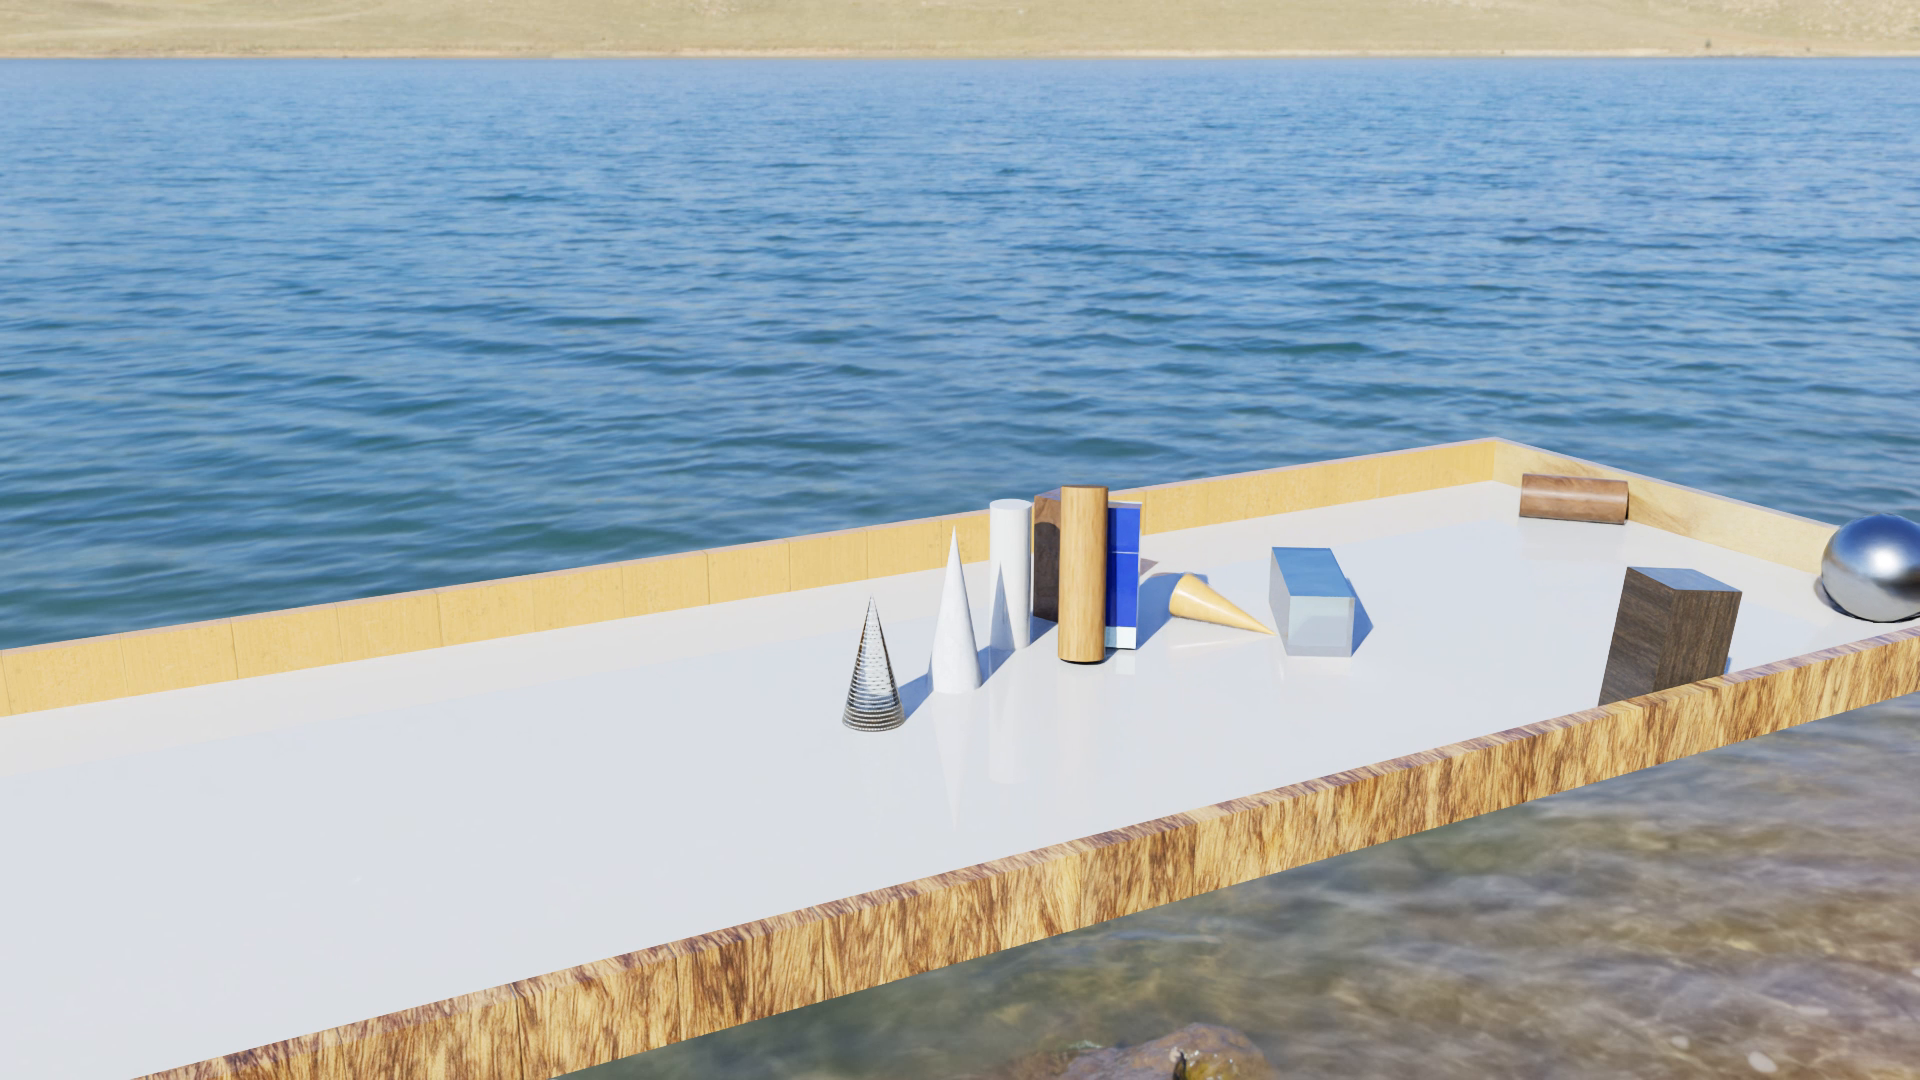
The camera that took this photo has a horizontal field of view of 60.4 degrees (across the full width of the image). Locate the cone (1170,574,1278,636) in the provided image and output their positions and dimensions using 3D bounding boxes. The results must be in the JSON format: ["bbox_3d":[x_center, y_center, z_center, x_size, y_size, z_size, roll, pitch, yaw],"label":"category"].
[{"bbox_3d":[0.740,0.206,4.544,0.302,0.127,0.127,24,26,28],"label":"cone"}]

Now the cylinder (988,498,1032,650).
[{"bbox_3d":[0.133,0.092,4.359,0.110,0.385,0.110,0,16,0],"label":"cylinder"}]

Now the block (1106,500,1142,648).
[{"bbox_3d":[0.418,0.090,4.372,0.112,0.373,0.112,3,11,9],"label":"block"}]

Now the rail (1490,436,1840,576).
[{"bbox_3d":[2.466,-0.048,5.253,0.050,0.150,2.100,-9,18,-27],"label":"rail"}]

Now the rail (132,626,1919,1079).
[{"bbox_3d":[-2.336,1.006,1.665,12.000,0.150,0.050,-9,18,-27],"label":"rail"}]

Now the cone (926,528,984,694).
[{"bbox_3d":[-0.014,0.160,4.078,0.143,0.413,0.143,0,16,0],"label":"cone"}]

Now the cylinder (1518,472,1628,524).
[{"bbox_3d":[2.069,-0.141,5.571,0.333,0.148,0.148,5,17,18],"label":"cylinder"}]

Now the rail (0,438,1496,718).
[{"bbox_3d":[-3.305,0.497,3.399,12.000,0.150,0.050,-9,18,-27],"label":"rail"}]

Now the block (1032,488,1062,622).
[{"bbox_3d":[0.287,0.044,4.584,0.117,0.350,0.117,14,22,40],"label":"block"}]

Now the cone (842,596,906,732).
[{"bbox_3d":[-0.204,0.272,3.863,0.152,0.320,0.152,0,16,0],"label":"cone"}]

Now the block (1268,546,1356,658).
[{"bbox_3d":[0.955,0.163,4.506,0.165,0.165,0.448,1,16,4],"label":"block"}]

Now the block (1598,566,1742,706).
[{"bbox_3d":[1.644,0.257,3.829,0.177,0.351,0.177,2,15,-14],"label":"block"}]

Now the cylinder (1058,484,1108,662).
[{"bbox_3d":[0.318,0.083,4.257,0.123,0.444,0.123,1,6,0],"label":"cylinder"}]

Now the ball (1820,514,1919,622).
[{"bbox_3d":[2.552,0.075,4.569,0.299,0.299,0.299,0,16,0],"label":"ball"}]
